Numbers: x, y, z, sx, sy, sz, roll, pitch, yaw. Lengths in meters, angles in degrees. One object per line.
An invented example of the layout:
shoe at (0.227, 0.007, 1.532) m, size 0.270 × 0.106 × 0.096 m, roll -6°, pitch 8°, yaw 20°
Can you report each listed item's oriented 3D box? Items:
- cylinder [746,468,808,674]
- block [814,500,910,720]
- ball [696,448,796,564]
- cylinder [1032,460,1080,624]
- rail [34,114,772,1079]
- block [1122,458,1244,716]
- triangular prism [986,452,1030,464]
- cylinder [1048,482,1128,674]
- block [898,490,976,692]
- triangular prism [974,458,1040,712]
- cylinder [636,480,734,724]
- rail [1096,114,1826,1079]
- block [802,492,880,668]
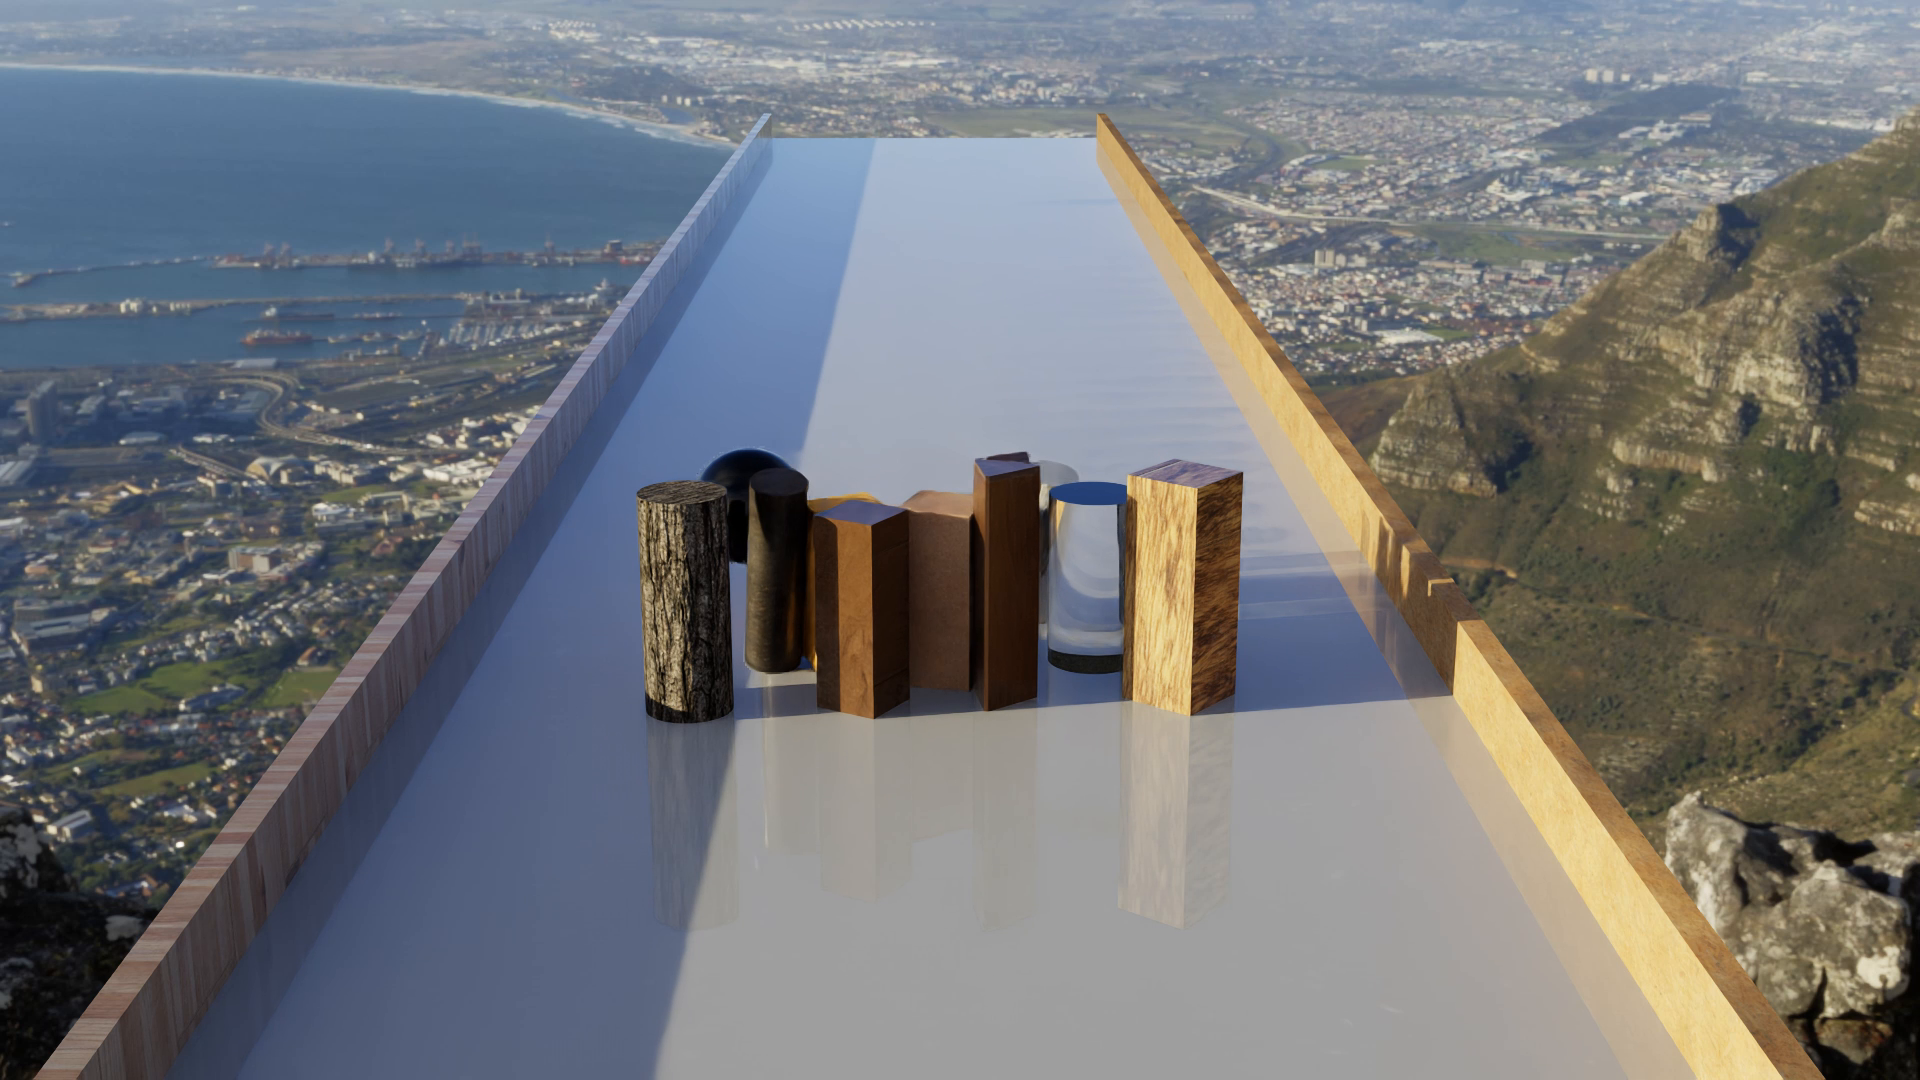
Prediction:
cylinder at (-0.358, 0.063, 4.284) m, size 0.112 × 0.402 × 0.112 m, roll 3°, pitch 30°, yaw -2°
block at (-0.183, 0.129, 4.131) m, size 0.128 × 0.377 × 0.128 m, roll 10°, pitch 19°, yaw 29°
ball at (-0.423, -0.068, 4.411) m, size 0.236 × 0.236 × 0.236 m, roll 0°, pitch 17°, yaw 0°
cylinder at (0.167, 0.007, 4.594) m, size 0.111 × 0.330 × 0.111 m, roll 7°, pitch 29°, yaw -4°
rail at (-1.118, -0.838, 7.780) m, size 0.050 × 0.150 × 12.000 m, roll 0°, pitch 17°, yaw -1°
block at (0.420, 0.087, 4.159) m, size 0.155 × 0.441 × 0.155 m, roll 13°, pitch 21°, yaw 37°
triangular prism at (0.094, -0.030, 4.726) m, size 0.104 × 0.322 × 0.090 m, roll 19°, pitch 26°, yaw 17°
cylinder at (0.265, 0.074, 4.373) m, size 0.179 × 0.345 × 0.179 m, roll 0°, pitch 17°, yaw 0°
block at (-0.030, 0.098, 4.275) m, size 0.149 × 0.353 × 0.149 m, roll 6°, pitch 17°, yaw 17°
triangular prism at (0.064, 0.079, 4.155) m, size 0.128 × 0.458 × 0.111 m, roll -13°, pitch 21°, yaw -37°
cylinder at (-0.511, 0.115, 4.100) m, size 0.165 × 0.422 × 0.165 m, roll 0°, pitch 17°, yaw 0°
rail at (0.932, -0.844, 7.801) m, size 0.050 × 0.150 × 12.000 m, roll 0°, pitch 17°, yaw -1°
block at (-0.221, 0.091, 4.309) m, size 0.138 × 0.329 × 0.138 m, roll -9°, pitch 27°, yaw -24°
